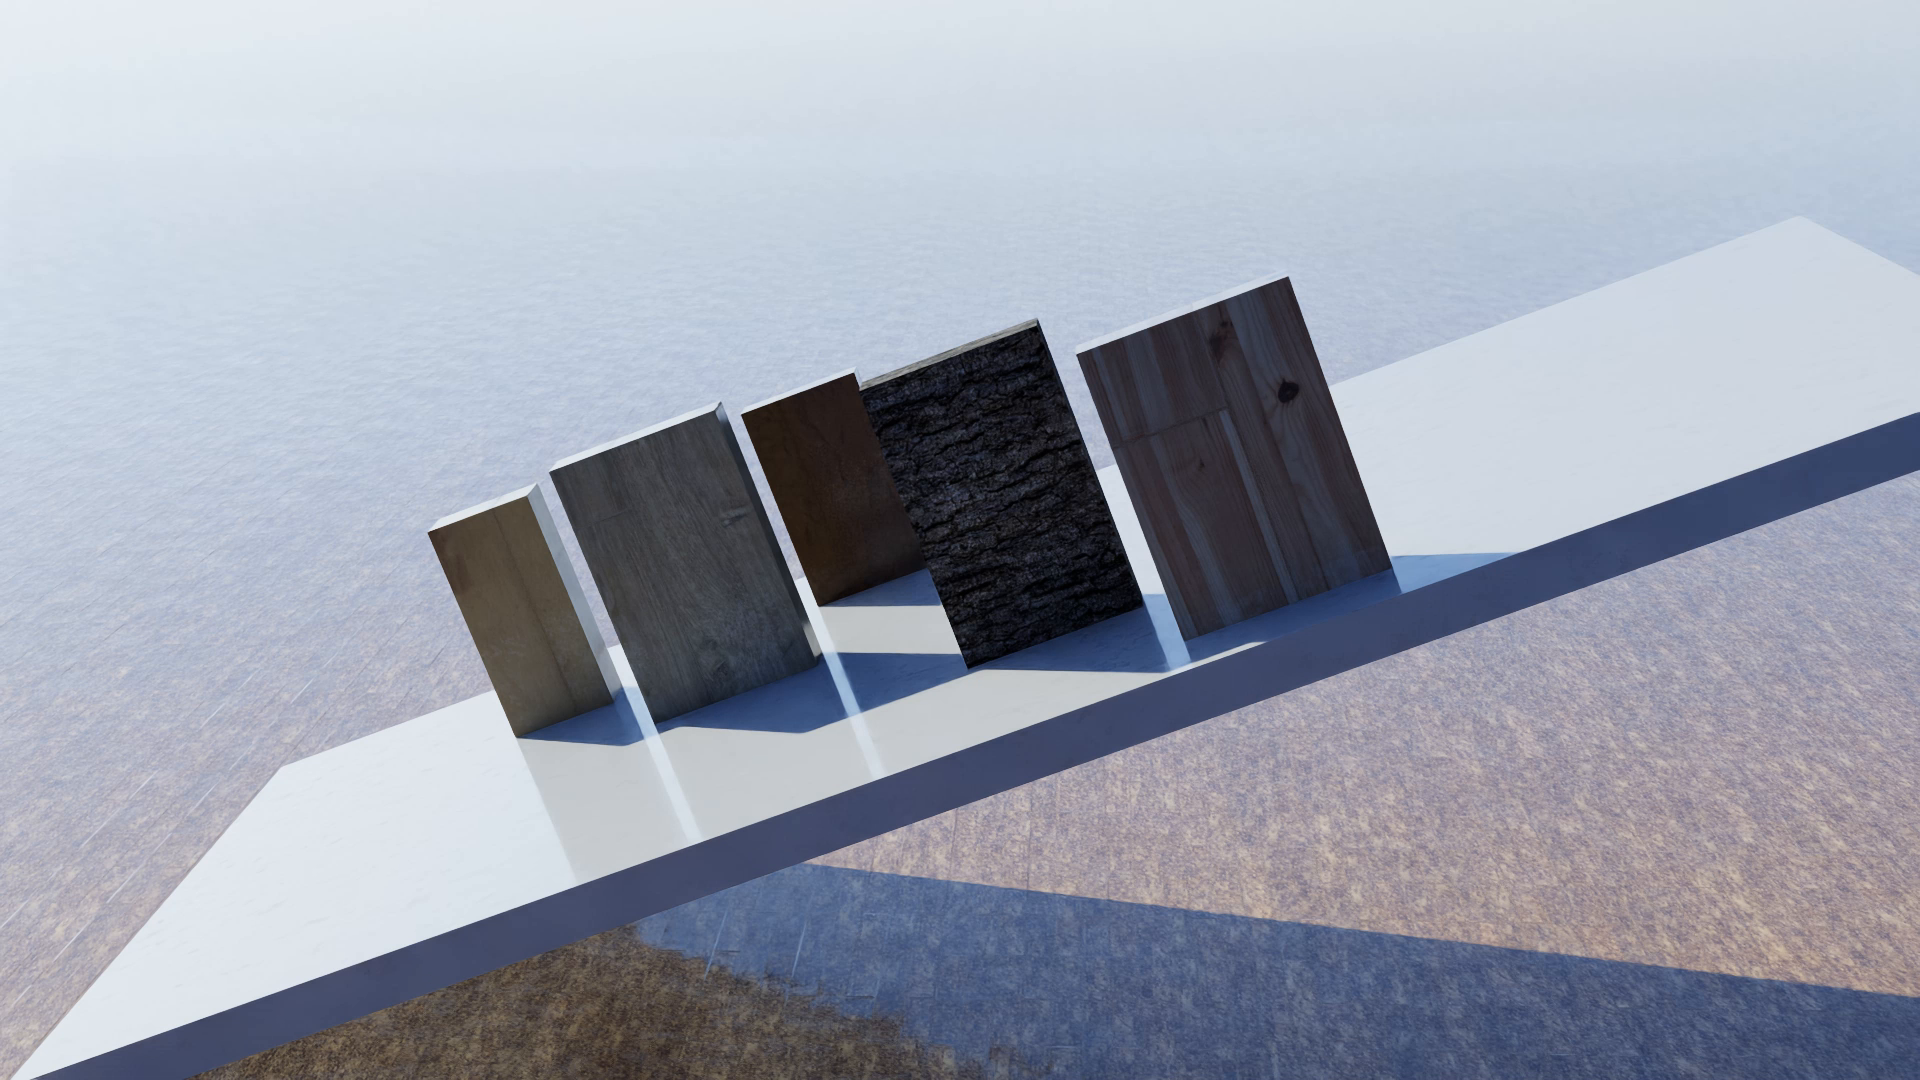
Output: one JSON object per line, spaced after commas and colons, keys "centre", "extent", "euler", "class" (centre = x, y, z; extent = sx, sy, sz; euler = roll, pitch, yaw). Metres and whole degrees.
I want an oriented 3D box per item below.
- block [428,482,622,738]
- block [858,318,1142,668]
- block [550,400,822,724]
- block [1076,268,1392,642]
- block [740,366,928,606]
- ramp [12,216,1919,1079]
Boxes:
{"centre": [-1.001, 0.163, 6.793], "extent": [0.247, 0.521, 0.137], "euler": [-20, 12, 7], "class": "block"}
{"centre": [0.084, -0.091, 5.824], "extent": [0.371, 0.599, 0.103], "euler": [-20, 12, 7], "class": "block"}
{"centre": [-0.591, 0.050, 6.378], "extent": [0.384, 0.600, 0.115], "euler": [-20, 12, 7], "class": "block"}
{"centre": [0.505, -0.154, 5.419], "extent": [0.408, 0.576, 0.093], "euler": [-20, 12, 7], "class": "block"}
{"centre": [-0.288, -0.125, 6.904], "extent": [0.284, 0.493, 0.085], "euler": [-20, 12, 7], "class": "block"}
{"centre": [0.118, 0.176, 6.295], "extent": [4.000, 0.100, 2.000], "euler": [-20, 12, 7], "class": "ramp"}
